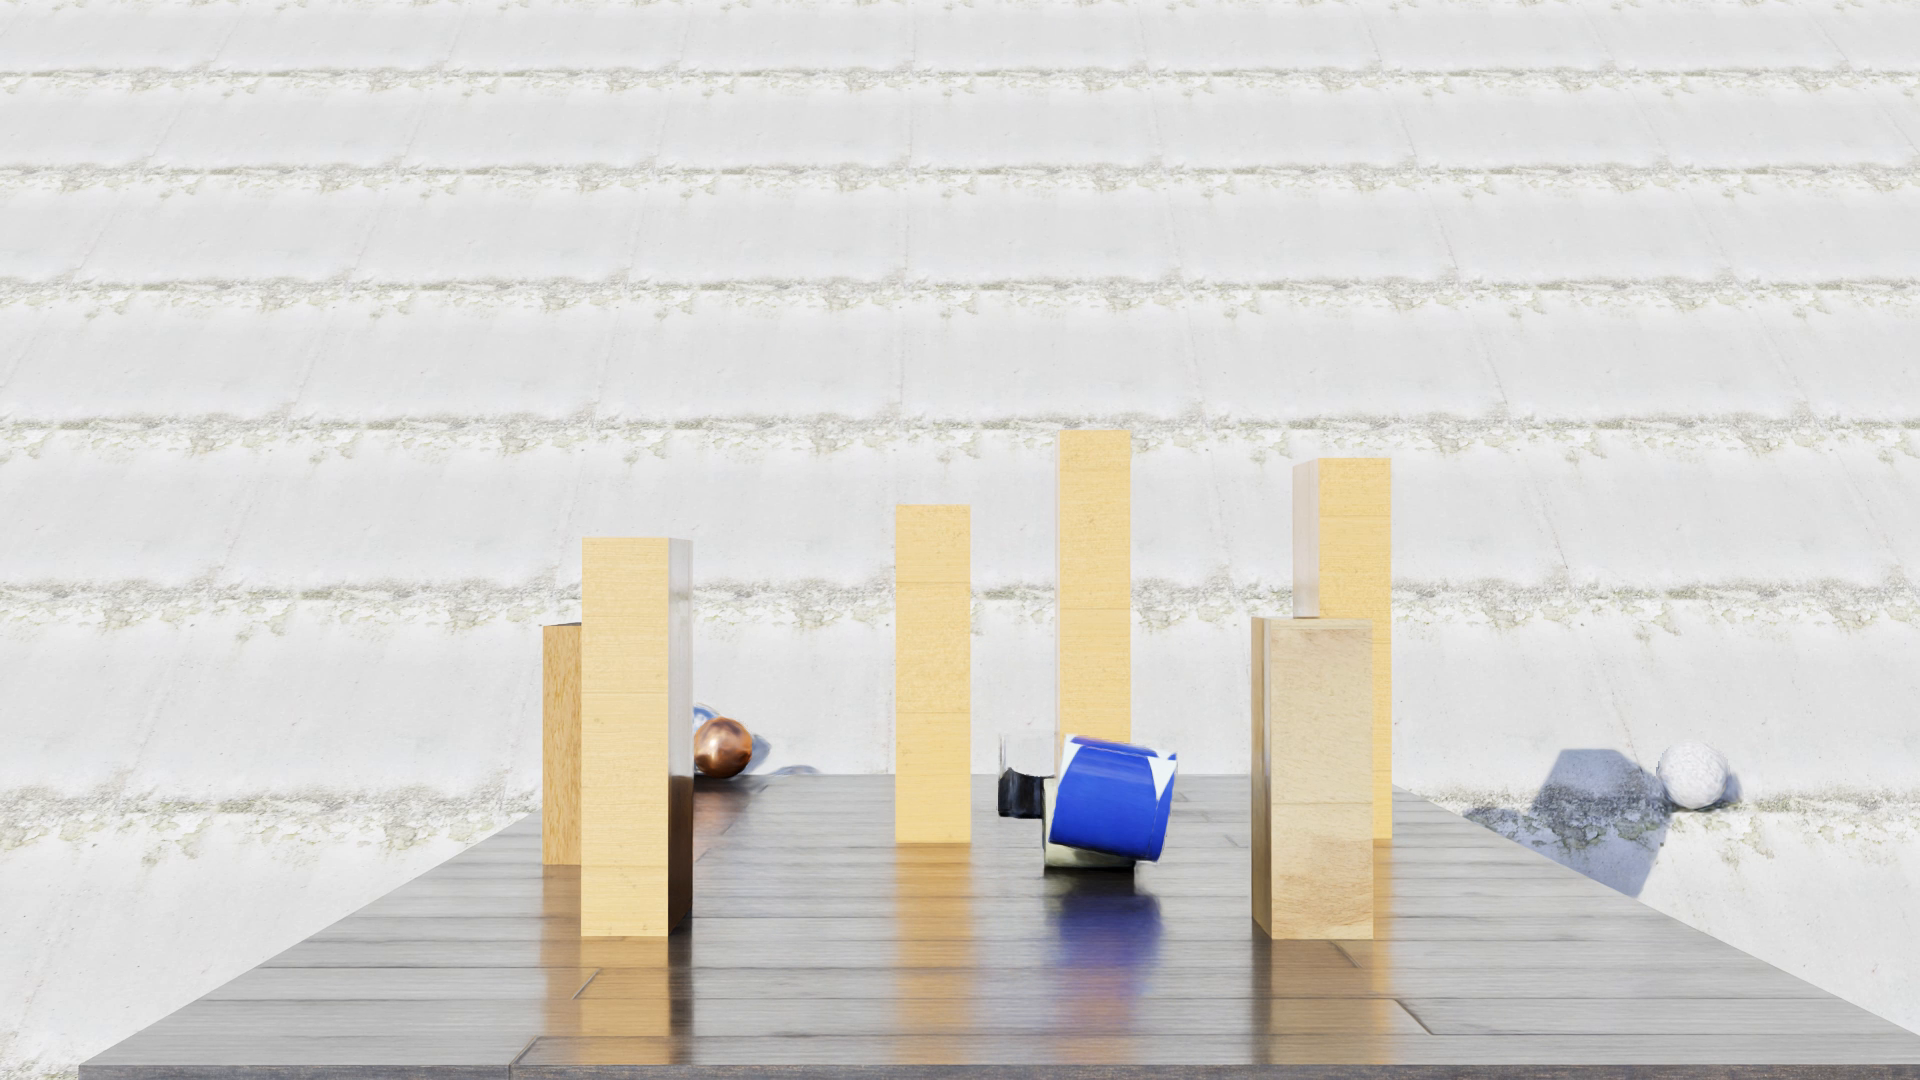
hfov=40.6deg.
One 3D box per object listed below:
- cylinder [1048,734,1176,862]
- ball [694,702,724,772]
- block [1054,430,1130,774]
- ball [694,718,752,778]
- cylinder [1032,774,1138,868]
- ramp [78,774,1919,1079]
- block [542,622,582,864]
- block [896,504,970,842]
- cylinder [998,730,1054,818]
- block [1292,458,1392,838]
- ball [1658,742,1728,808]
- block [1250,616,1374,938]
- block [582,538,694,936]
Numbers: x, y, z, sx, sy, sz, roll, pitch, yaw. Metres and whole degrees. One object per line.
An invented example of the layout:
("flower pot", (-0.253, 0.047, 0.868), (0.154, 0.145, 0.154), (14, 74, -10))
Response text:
("cylinder", (0.258, 0.439, 4.405), (0.188, 0.188, 0.188), (10, 33, 2))
("ball", (-0.694, 0.519, 6.800), (0.183, 0.183, 0.183), (0, 32, 0))
("block", (0.243, 0.192, 4.778), (0.127, 0.777, 0.251), (0, -1, 0))
("ball", (-0.604, 0.527, 6.574), (0.156, 0.156, 0.156), (0, 32, 0))
("cylinder", (0.227, 0.499, 4.569), (0.158, 0.158, 0.158), (7, 30, -17))
("ramp", (0.072, 0.630, 4.726), (2.000, 0.100, 4.000), (0, -1, 0))
("block", (-0.679, 0.369, 4.823), (0.131, 0.425, 0.396), (0, -1, 0))
("block", (-0.052, 0.259, 5.129), (0.145, 0.652, 0.245), (0, -1, 0))
("cylinder", (0.171, 0.504, 5.581), (0.176, 0.176, 0.176), (0, -1, 0))
("block", (0.775, 0.214, 5.281), (0.141, 0.746, 0.402), (0, -1, 0))
("ball", (1.900, 0.609, 6.718), (0.175, 0.175, 0.175), (0, 32, 0))
("block", (0.513, 0.340, 3.801), (0.144, 0.453, 0.254), (0, -1, 0))
("block", (-0.479, 0.283, 3.880), (0.124, 0.570, 0.349), (0, -1, 0))
